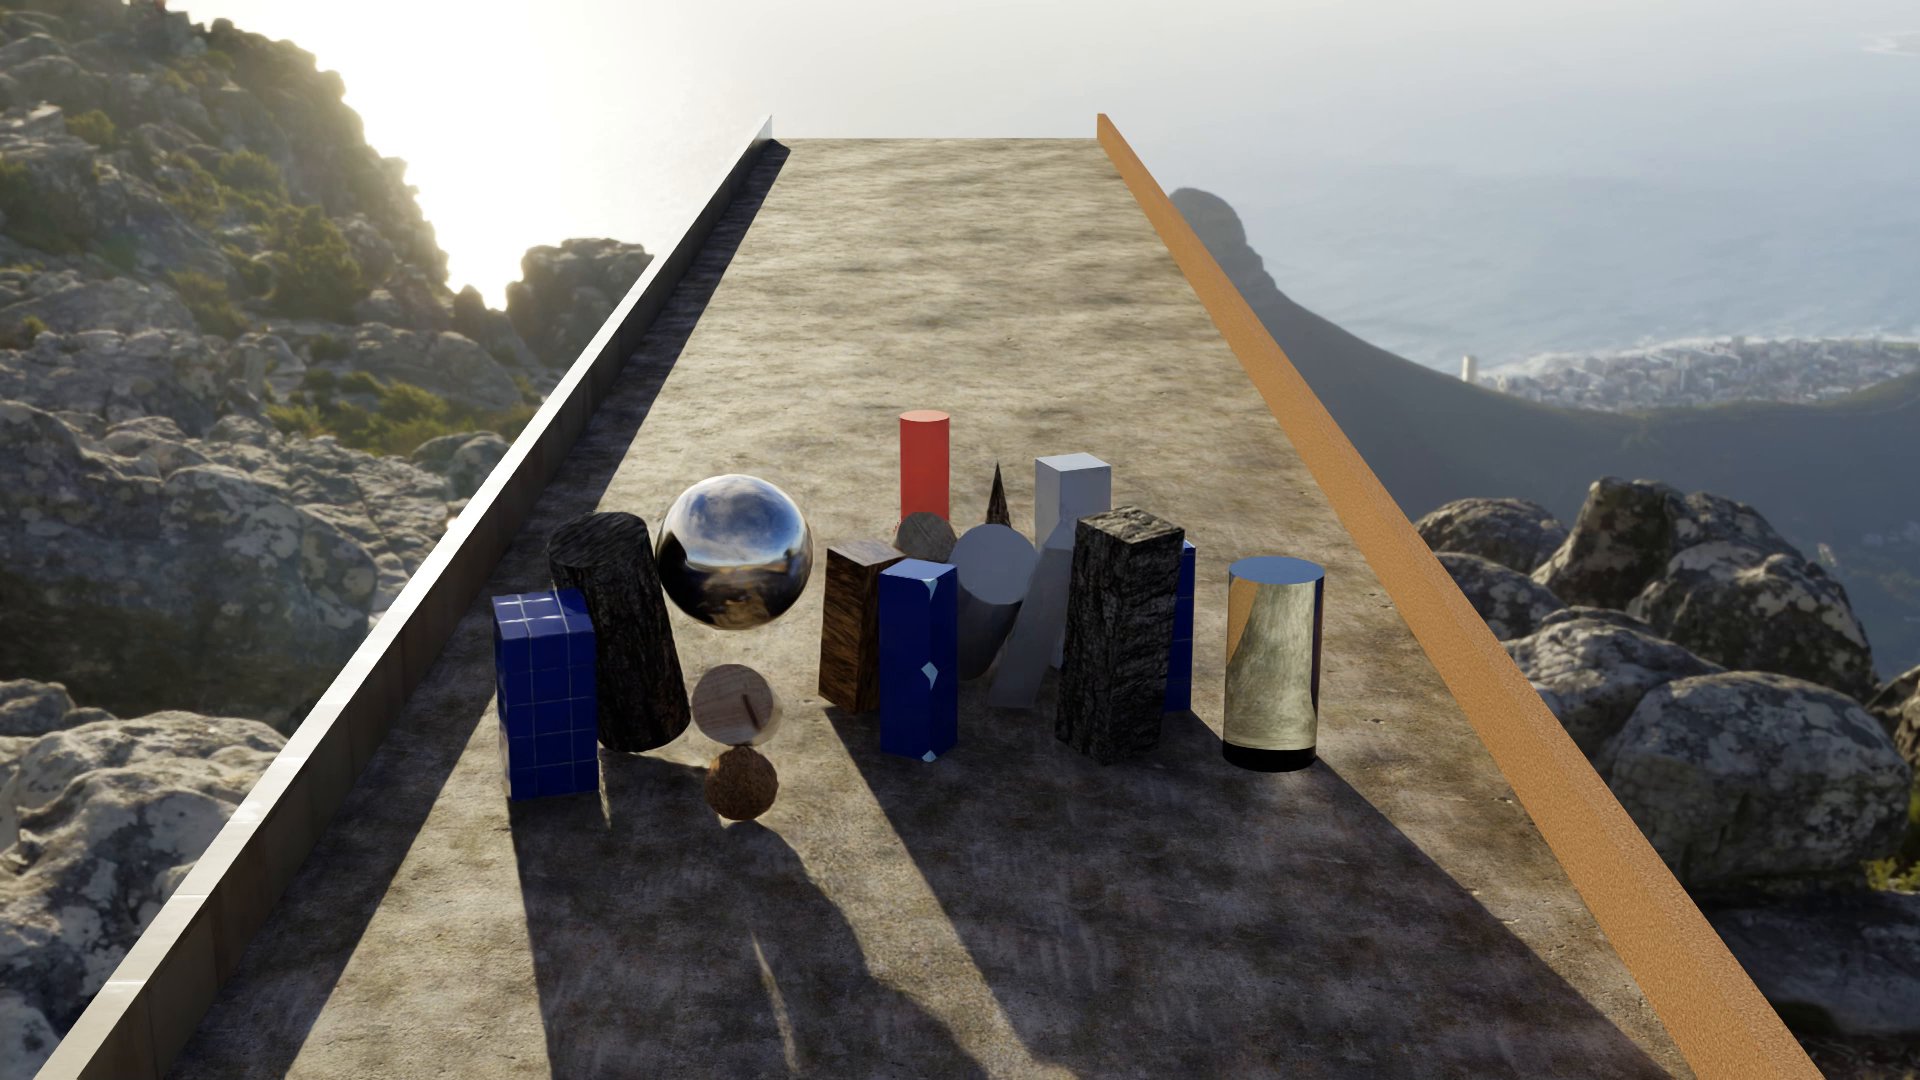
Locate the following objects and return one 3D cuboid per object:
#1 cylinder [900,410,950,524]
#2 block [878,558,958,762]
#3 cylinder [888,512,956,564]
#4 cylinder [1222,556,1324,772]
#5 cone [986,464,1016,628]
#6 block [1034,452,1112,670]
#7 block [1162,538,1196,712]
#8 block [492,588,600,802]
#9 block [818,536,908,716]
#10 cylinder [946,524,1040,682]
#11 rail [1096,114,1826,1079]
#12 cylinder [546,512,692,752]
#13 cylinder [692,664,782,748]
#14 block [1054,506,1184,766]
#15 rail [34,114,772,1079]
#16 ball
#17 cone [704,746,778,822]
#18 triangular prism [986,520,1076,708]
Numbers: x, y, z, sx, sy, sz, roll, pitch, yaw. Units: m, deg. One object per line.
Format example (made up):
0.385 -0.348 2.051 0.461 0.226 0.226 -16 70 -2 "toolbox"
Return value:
-0.078 -0.091 4.871 0.109 0.378 0.109 0 17 0 "cylinder"
-0.074 0.213 3.920 0.102 0.336 0.102 8 19 26 "block"
-0.119 0.091 4.296 0.116 0.116 0.394 -7 -26 -23 "cylinder"
0.553 0.218 3.885 0.166 0.346 0.166 0 17 0 "cylinder"
0.079 0.001 4.616 0.135 0.347 0.135 0 17 0 "cone"
0.222 0.041 4.376 0.112 0.406 0.112 -7 18 -22 "block"
0.372 0.156 4.140 0.103 0.320 0.103 -5 17 -15 "block"
-0.705 0.264 3.743 0.149 0.317 0.149 -6 28 -17 "block"
-0.184 0.161 4.137 0.107 0.302 0.107 -15 29 -42 "block"
0.029 0.123 4.185 0.167 0.167 0.346 -5 -26 -17 "cylinder"
0.932 -0.844 7.801 0.050 0.150 12.000 0 17 -1 "rail"
-0.603 0.165 3.908 0.177 0.401 0.177 -6 32 4 "cylinder"
-0.359 0.274 3.581 0.126 0.126 0.366 -1 -6 -2 "cylinder"
0.280 0.169 3.891 0.133 0.425 0.133 -14 28 -39 "block"
-1.118 -0.838 7.780 0.050 0.150 12.000 0 17 -1 "rail"
-0.400 0.023 3.907 0.280 0.280 0.280 0 17 0 "ball"
-0.346 0.361 3.512 0.123 0.123 0.336 -2 -16 -8 "cone"
0.137 0.138 4.031 0.089 0.421 0.077 6 43 -14 "triangular prism"
